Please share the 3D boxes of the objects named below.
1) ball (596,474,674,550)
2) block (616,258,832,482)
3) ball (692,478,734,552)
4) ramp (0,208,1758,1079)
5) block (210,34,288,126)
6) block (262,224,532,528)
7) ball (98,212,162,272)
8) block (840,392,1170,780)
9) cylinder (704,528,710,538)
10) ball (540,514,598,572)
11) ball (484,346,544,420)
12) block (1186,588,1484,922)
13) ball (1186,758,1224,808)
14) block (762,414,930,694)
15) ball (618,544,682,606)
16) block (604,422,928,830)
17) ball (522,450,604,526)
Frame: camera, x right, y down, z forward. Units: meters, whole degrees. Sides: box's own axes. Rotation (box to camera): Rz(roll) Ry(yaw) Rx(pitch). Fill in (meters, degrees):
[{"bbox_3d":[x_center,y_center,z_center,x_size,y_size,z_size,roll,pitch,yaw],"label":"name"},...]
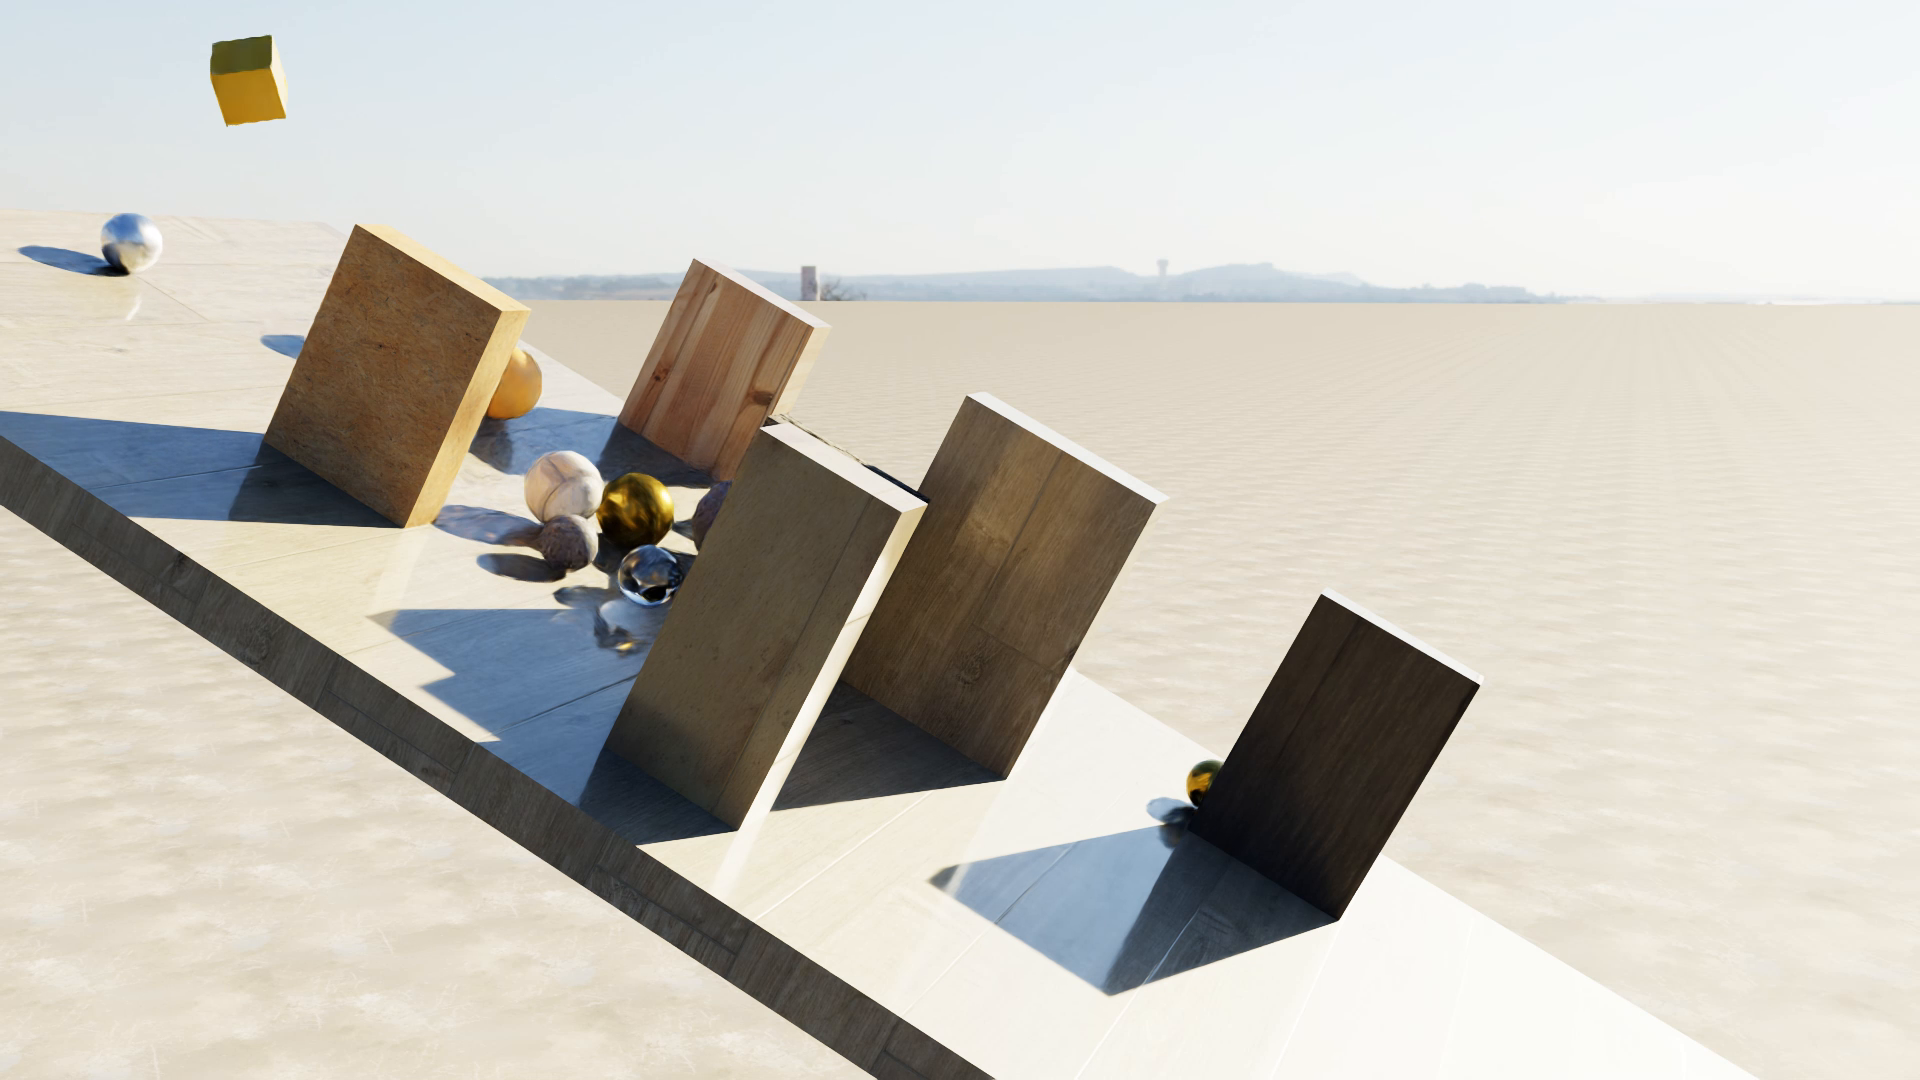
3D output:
[{"bbox_3d":[-0.637,-0.055,4.317,0.152,0.152,0.152,0,7,0],"label":"ball"},{"bbox_3d":[-0.546,-0.384,5.083,0.333,0.426,0.113,31,14,12],"label":"block"},{"bbox_3d":[-0.443,-0.024,4.462,0.203,0.203,0.203,0,7,0],"label":"ball"},{"bbox_3d":[-0.217,0.360,4.145,4.000,0.100,2.000,31,14,12],"label":"ramp"},{"bbox_3d":[-1.361,-0.881,4.213,0.114,0.114,0.114,-9,47,-6],"label":"block"},{"bbox_3d":[-1.000,-0.291,3.899,0.320,0.434,0.105,31,14,12],"label":"block"},{"bbox_3d":[-1.660,-0.596,4.403,0.119,0.119,0.119,0,7,0],"label":"ball"},{"bbox_3d":[0.068,0.085,4.191,0.412,0.606,0.122,31,14,12],"label":"block"},{"bbox_3d":[-0.415,0.054,4.289,0.179,0.179,0.179,-1,19,-7],"label":"cylinder"},{"bbox_3d":[-0.718,0.006,4.040,0.108,0.108,0.108,0,7,0],"label":"ball"},{"bbox_3d":[-0.968,-0.335,4.678,0.160,0.160,0.160,0,7,0],"label":"ball"},{"bbox_3d":[0.738,0.423,4.348,0.349,0.553,0.092,31,14,12],"label":"block"},{"bbox_3d":[0.521,0.508,4.542,0.111,0.111,0.111,0,7,0],"label":"ball"},{"bbox_3d":[-0.297,0.033,4.068,0.324,0.426,0.084,31,14,12],"label":"block"},{"bbox_3d":[-0.575,0.066,4.077,0.116,0.116,0.116,0,7,0],"label":"ball"},{"bbox_3d":[-0.303,0.133,3.405,0.256,0.570,0.123,31,14,12],"label":"block"},{"bbox_3d":[-0.757,-0.096,4.196,0.151,0.151,0.151,0,7,0],"label":"ball"}]
